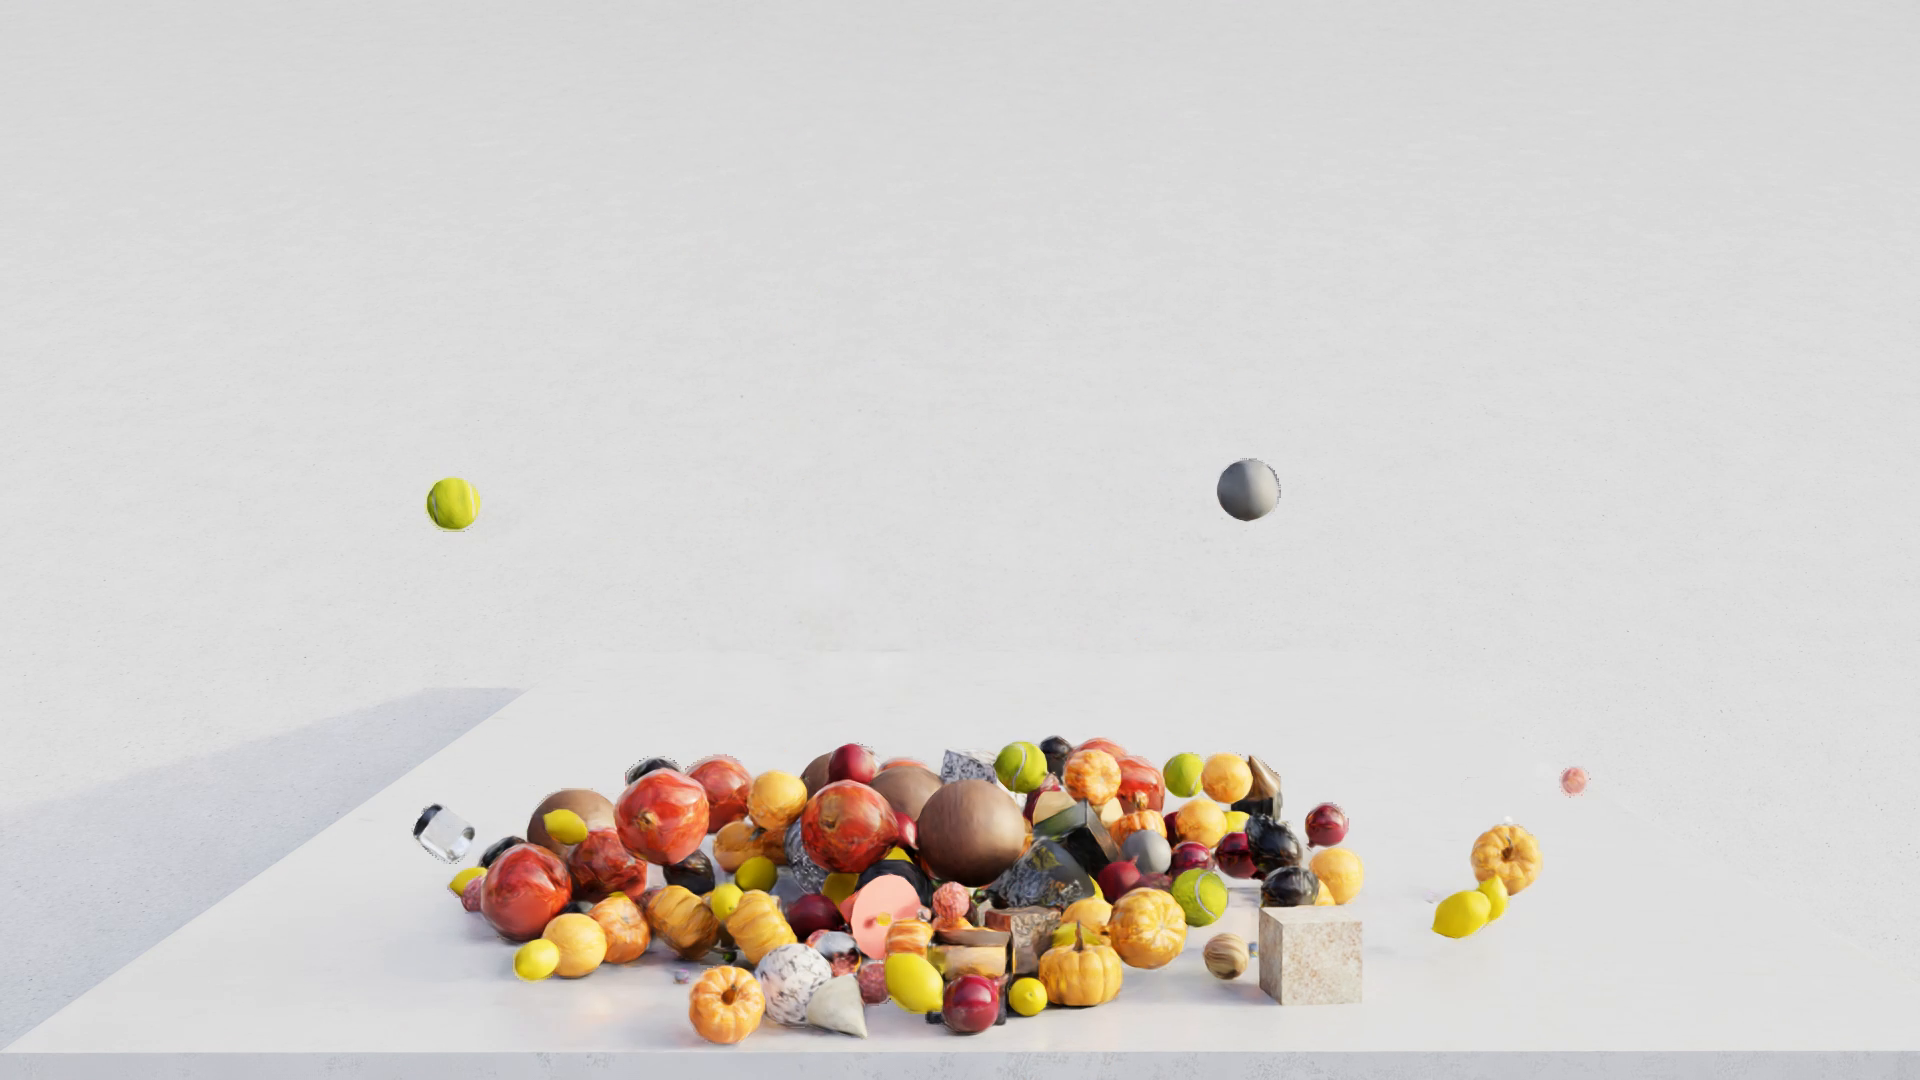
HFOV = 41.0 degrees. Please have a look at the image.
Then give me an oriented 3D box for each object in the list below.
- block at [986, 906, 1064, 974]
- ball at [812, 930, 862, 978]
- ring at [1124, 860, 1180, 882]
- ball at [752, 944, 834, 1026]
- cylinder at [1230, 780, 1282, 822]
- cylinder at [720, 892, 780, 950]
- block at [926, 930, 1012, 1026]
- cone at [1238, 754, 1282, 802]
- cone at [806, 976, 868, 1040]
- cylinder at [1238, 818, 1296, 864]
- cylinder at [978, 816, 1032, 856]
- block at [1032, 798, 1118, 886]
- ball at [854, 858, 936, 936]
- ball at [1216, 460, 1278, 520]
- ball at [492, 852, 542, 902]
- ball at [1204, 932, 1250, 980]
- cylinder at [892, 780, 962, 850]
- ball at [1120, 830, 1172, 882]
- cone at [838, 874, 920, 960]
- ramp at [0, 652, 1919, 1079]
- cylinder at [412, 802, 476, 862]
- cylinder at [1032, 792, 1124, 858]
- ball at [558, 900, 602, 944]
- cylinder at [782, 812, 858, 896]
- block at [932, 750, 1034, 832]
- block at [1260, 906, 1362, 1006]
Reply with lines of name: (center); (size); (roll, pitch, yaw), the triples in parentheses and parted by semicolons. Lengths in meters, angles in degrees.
block: (0.072, 0.450, 2.892); (0.064, 0.064, 0.064); (-1, -1, -25)
ball: (-0.137, 0.459, 2.834); (0.056, 0.056, 0.056); (0, 21, 0)
ring: (0.257, 0.440, 3.439); (0.078, 0.026, 0.078); (4, 2, 0)
ball: (-0.171, 0.456, 2.637); (0.084, 0.084, 0.084); (0, 21, 0)
cylinder: (0.449, 0.396, 3.894); (0.065, 0.065, 0.065); (0, 20, 19)
cylinder: (-0.243, 0.441, 2.975); (0.063, 0.063, 0.063); (4, 21, 1)
block: (0.010, 0.455, 2.676); (0.082, 0.082, 0.082); (0, 3, 6)
cone: (0.431, 0.337, 3.755); (0.064, 0.064, 0.064); (-14, 29, 8)
cone: (-0.111, 0.485, 2.595); (0.064, 0.064, 0.064); (-17, 44, -37)
cylinder: (0.424, 0.418, 3.553); (0.059, 0.059, 0.059); (-13, 13, 31)
cylinder: (0.064, 0.415, 3.638); (0.055, 0.055, 0.055); (-19, 14, -40)
block: (0.147, 0.398, 3.295); (0.080, 0.080, 0.080); (-29, 15, 11)
ball: (-0.078, 0.429, 3.056); (0.099, 0.099, 0.099); (0, 21, 0)
ball: (0.411, -0.071, 3.675); (0.087, 0.087, 0.087); (0, 21, 0)
ball: (-0.565, 0.432, 3.284); (0.063, 0.063, 0.063); (0, 21, 0)
ball: (0.295, 0.461, 2.847); (0.051, 0.051, 0.051); (0, 21, 0)
cylinder: (-0.043, 0.391, 3.657); (0.077, 0.077, 0.077); (16, 29, 35)
ball: (0.244, 0.413, 3.367); (0.068, 0.068, 0.068); (0, 21, 0)
cone: (-0.114, 0.431, 2.982); (0.098, 0.098, 0.098); (-16, 11, -36)
ramp: (0.049, 0.444, 4.532); (2.000, 0.100, 4.000); (0, 3, 0)
cylinder: (-0.712, 0.404, 3.549); (0.060, 0.060, 0.060); (35, 33, 17)
cylinder: (0.163, 0.399, 3.549); (0.098, 0.098, 0.098); (1, 20, 23)
ball: (-0.447, 0.451, 3.032); (0.052, 0.052, 0.052); (0, 21, 0)
cylinder: (-0.179, 0.400, 3.283); (0.084, 0.084, 0.084); (-5, 15, -13)
block: (0.031, 0.345, 3.539); (0.090, 0.090, 0.090); (14, 3, 31)
block: (0.377, 0.447, 2.768); (0.088, 0.088, 0.088); (-1, 3, -9)
